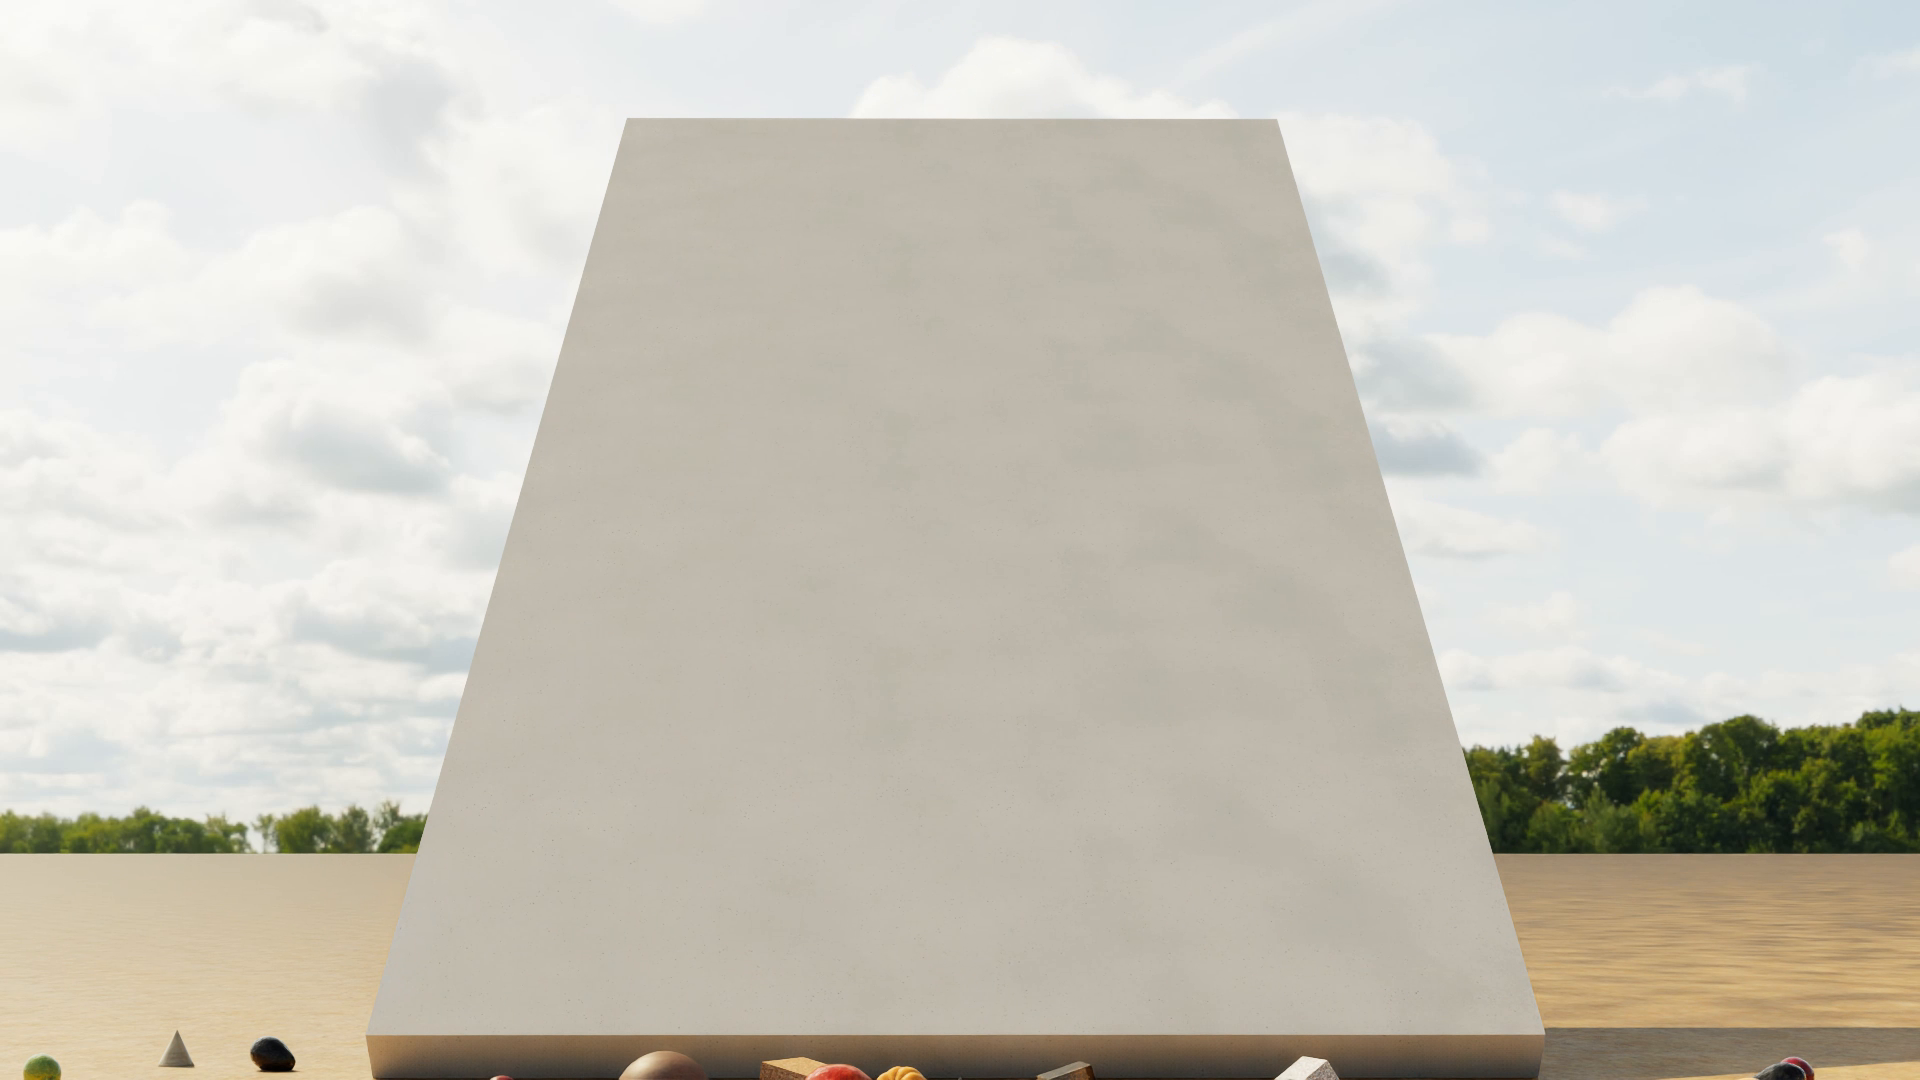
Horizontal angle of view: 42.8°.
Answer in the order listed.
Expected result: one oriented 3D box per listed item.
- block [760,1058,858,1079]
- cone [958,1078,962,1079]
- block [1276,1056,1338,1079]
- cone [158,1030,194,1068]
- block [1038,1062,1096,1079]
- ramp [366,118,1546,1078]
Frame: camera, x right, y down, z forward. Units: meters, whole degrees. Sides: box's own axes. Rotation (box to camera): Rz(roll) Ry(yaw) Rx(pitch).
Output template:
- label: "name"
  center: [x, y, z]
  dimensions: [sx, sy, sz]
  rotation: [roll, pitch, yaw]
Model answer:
- label: "block"
  center: [-0.209, 0.753, 3.282]
  dimensions: [0.092, 0.092, 0.092]
  rotation: [9, -1, 33]
- label: "cone"
  center: [0.000, 0.793, 3.453]
  dimensions: [0.072, 0.072, 0.072]
  rotation: [0, -7, 0]
- label: "block"
  center: [0.491, 0.778, 3.443]
  dimensions: [0.070, 0.070, 0.070]
  rotation: [-34, 6, -21]
- label: "cone"
  center: [-1.421, 0.920, 4.442]
  dimensions: [0.065, 0.065, 0.065]
  rotation: [0, -7, 0]
- label: "block"
  center: [0.159, 0.796, 3.529]
  dimensions: [0.067, 0.067, 0.067]
  rotation: [-16, -3, -14]
- label: "ramp"
  center: [-0.015, -0.187, 5.869]
  dimensions: [2.000, 0.100, 4.000]
  rotation: [0, 32, 0]
